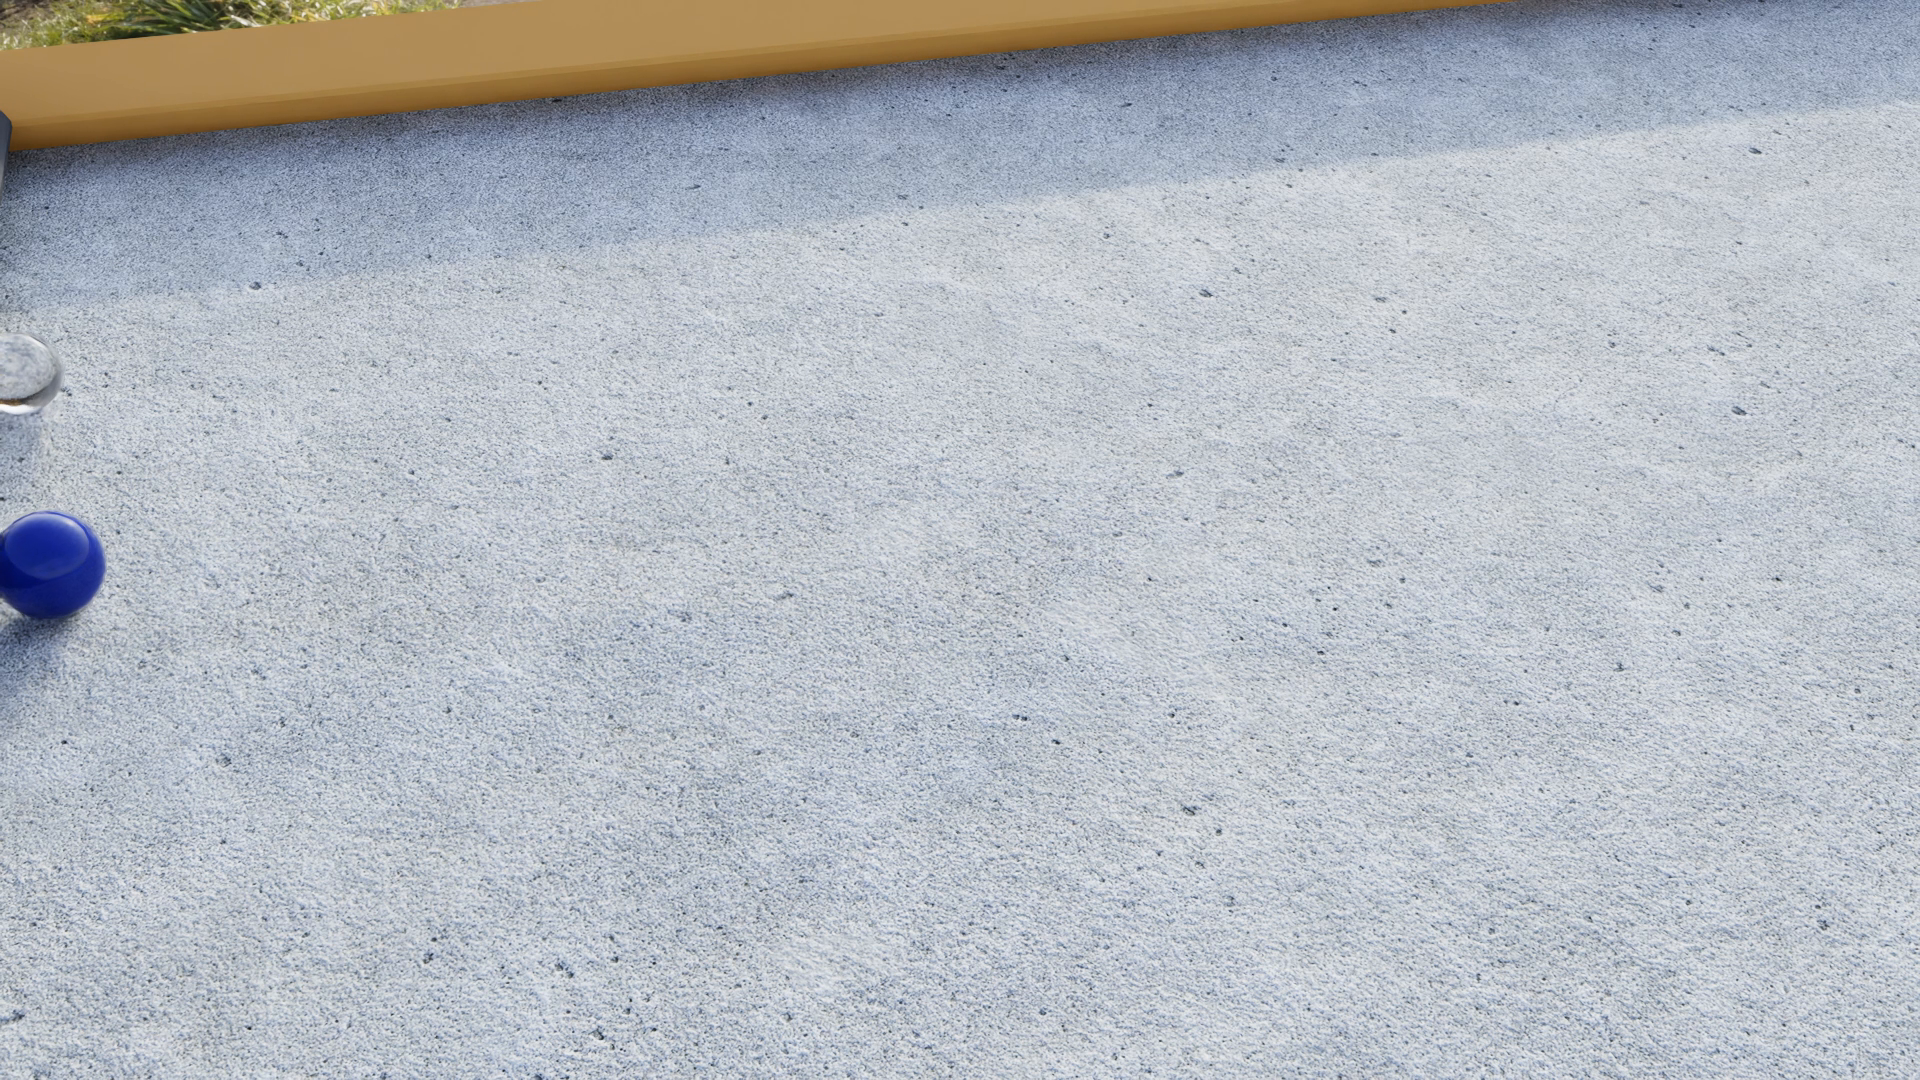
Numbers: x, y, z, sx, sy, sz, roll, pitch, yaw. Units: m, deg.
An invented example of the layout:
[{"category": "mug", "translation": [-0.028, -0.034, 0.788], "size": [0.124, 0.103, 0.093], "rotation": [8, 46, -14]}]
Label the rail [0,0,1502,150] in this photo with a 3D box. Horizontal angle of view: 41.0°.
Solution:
[{"category": "rail", "translation": [0.485, -0.518, 2.323], "size": [2.669, 0.088, 0.045], "rotation": [-8, 37, -11]}]

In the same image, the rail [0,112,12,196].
[{"category": "rail", "translation": [-0.627, 0.072, 1.504], "size": [0.045, 0.088, 1.514], "rotation": [-8, 37, -11]}]

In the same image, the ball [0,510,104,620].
[{"category": "ball", "translation": [-0.570, 0.016, 1.602], "size": [0.068, 0.068, 0.068], "rotation": [0, 36, 0]}]

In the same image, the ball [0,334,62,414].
[{"category": "ball", "translation": [-0.658, -0.116, 1.793], "size": [0.057, 0.057, 0.057], "rotation": [0, 36, 0]}]
